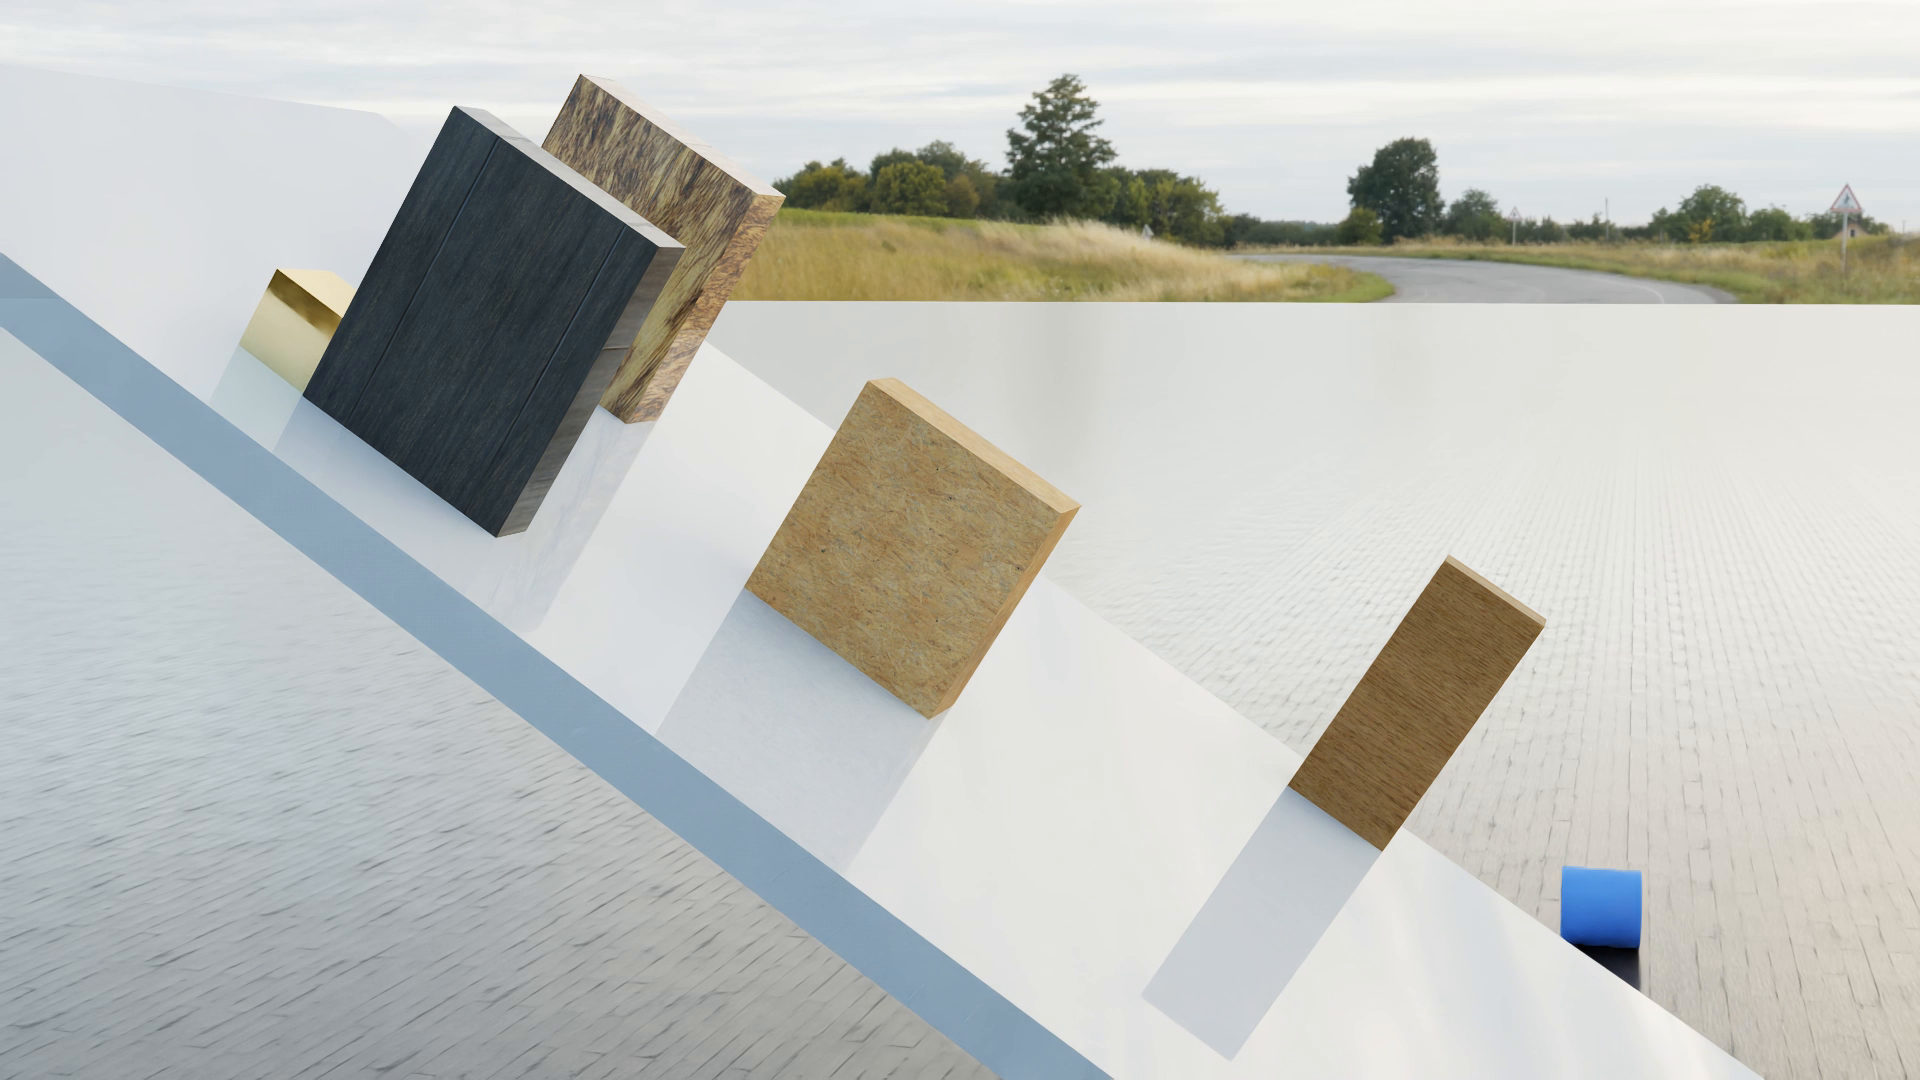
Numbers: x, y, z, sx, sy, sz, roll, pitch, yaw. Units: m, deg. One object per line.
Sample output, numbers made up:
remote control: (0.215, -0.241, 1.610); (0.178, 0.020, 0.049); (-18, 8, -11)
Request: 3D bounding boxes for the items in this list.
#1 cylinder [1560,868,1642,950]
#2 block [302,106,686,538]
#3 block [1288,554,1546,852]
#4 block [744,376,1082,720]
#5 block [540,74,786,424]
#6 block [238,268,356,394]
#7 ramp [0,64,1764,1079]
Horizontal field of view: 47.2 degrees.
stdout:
cylinder: (1.769, 1.016, 6.071); (0.208, 0.208, 0.208); (2, 7, 15)
block: (-0.744, -0.344, 3.485); (0.408, 0.539, 0.099); (35, 15, 10)
block: (0.955, 0.342, 4.610); (0.240, 0.584, 0.105); (35, 15, 10)
block: (-0.085, 0.011, 3.870); (0.409, 0.437, 0.144); (35, 15, 10)
block: (-0.677, -0.576, 4.378); (0.438, 0.529, 0.147); (35, 15, 10)
block: (-1.058, -0.344, 3.620); (0.146, 0.146, 0.146); (36, 15, 13)
ramp: (-0.139, 0.231, 4.105); (4.000, 0.100, 2.000); (35, 15, 10)
